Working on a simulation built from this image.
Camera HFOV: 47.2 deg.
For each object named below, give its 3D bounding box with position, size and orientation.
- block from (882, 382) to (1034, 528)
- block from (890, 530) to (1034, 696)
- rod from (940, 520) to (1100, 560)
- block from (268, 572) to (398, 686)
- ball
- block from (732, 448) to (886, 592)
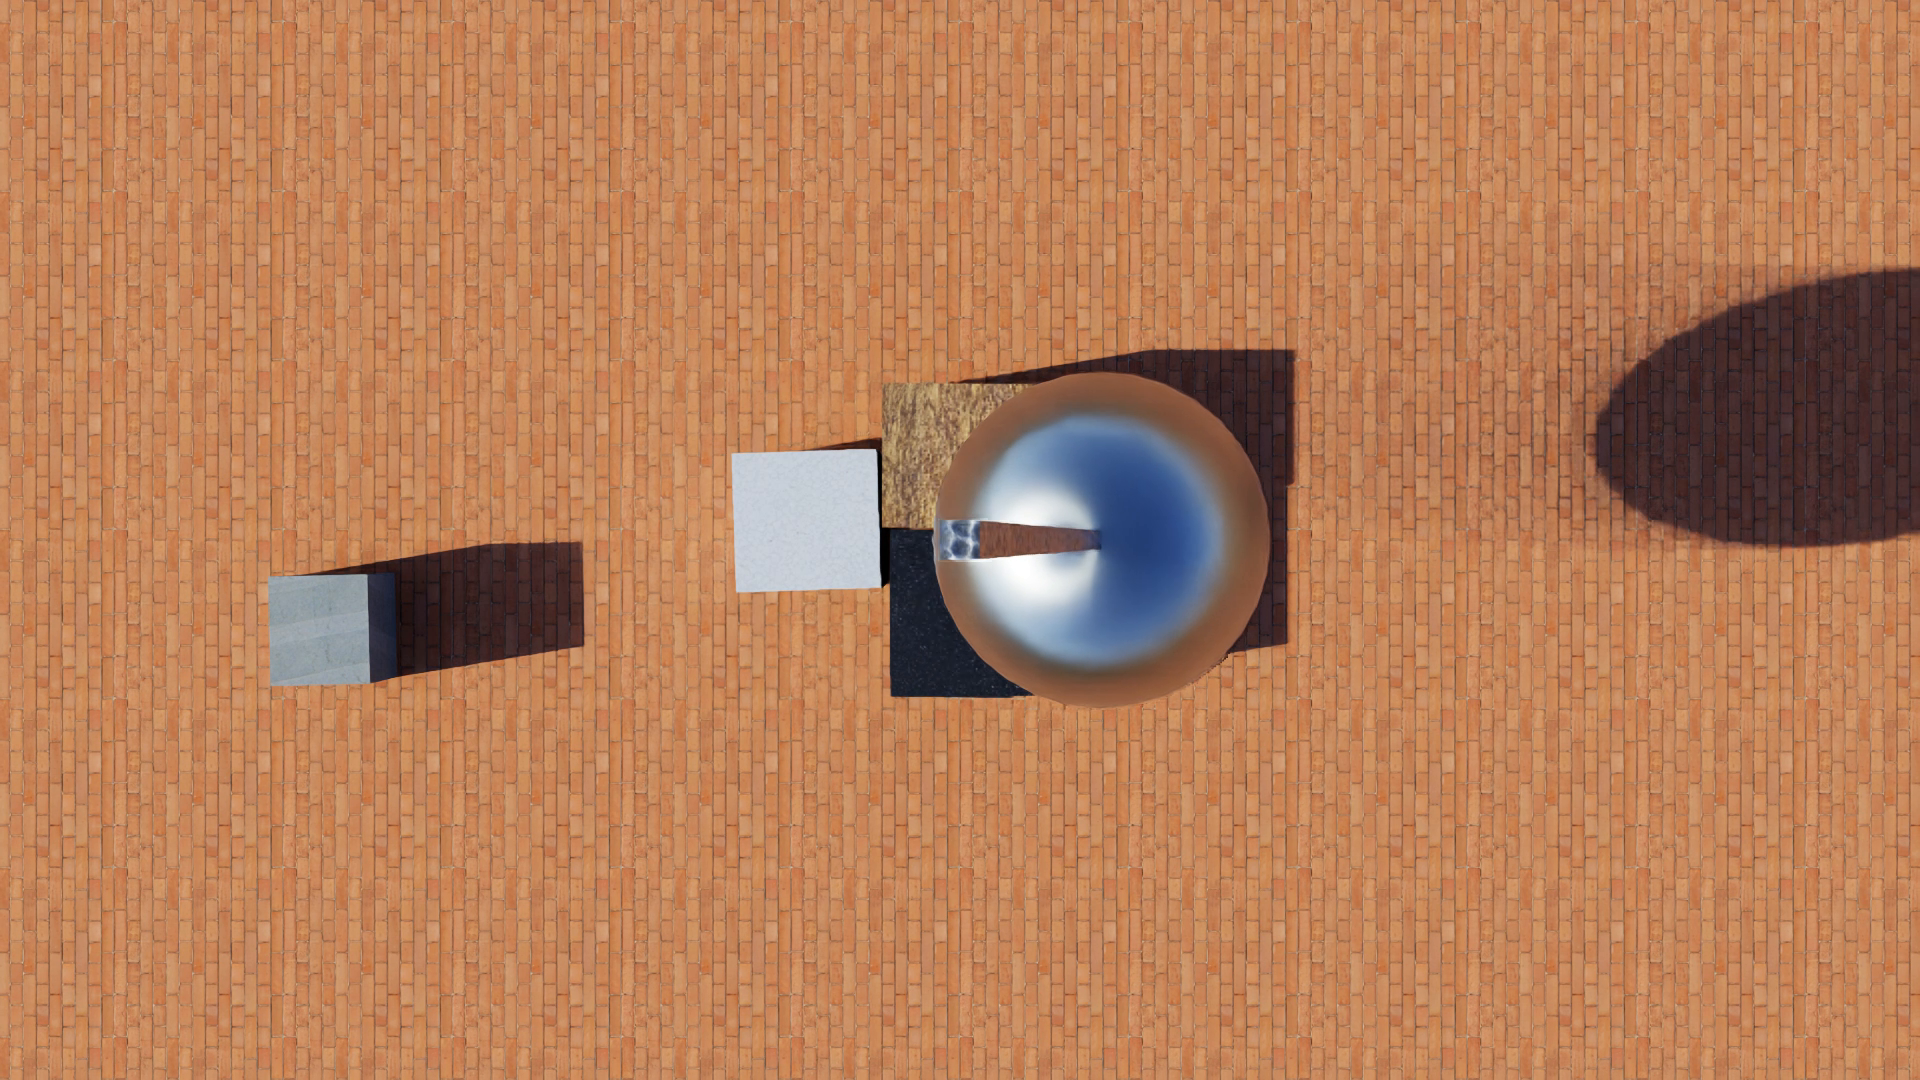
[{"bbox_3d":[-0.011,-0.469,12.574,0.835,0.852,0.796,0,90,0],"label":"block"},{"bbox_3d":[0.010,0.404,12.585,0.795,0.831,0.929,0,90,0],"label":"block"},{"bbox_3d":[0.289,0.000,7.053,0.080,5.200,0.080,0,90,6],"label":"rod"},{"bbox_3d":[-3.615,0.508,12.699,0.560,0.601,0.617,-1,90,0],"label":"block"},{"bbox_3d":[0.666,0.000,10.432,1.600,1.600,1.600,0,90,0],"label":"ball"},{"bbox_3d":[-0.849,-0.107,12.573,0.801,0.854,0.768,-2,90,0],"label":"block"}]
